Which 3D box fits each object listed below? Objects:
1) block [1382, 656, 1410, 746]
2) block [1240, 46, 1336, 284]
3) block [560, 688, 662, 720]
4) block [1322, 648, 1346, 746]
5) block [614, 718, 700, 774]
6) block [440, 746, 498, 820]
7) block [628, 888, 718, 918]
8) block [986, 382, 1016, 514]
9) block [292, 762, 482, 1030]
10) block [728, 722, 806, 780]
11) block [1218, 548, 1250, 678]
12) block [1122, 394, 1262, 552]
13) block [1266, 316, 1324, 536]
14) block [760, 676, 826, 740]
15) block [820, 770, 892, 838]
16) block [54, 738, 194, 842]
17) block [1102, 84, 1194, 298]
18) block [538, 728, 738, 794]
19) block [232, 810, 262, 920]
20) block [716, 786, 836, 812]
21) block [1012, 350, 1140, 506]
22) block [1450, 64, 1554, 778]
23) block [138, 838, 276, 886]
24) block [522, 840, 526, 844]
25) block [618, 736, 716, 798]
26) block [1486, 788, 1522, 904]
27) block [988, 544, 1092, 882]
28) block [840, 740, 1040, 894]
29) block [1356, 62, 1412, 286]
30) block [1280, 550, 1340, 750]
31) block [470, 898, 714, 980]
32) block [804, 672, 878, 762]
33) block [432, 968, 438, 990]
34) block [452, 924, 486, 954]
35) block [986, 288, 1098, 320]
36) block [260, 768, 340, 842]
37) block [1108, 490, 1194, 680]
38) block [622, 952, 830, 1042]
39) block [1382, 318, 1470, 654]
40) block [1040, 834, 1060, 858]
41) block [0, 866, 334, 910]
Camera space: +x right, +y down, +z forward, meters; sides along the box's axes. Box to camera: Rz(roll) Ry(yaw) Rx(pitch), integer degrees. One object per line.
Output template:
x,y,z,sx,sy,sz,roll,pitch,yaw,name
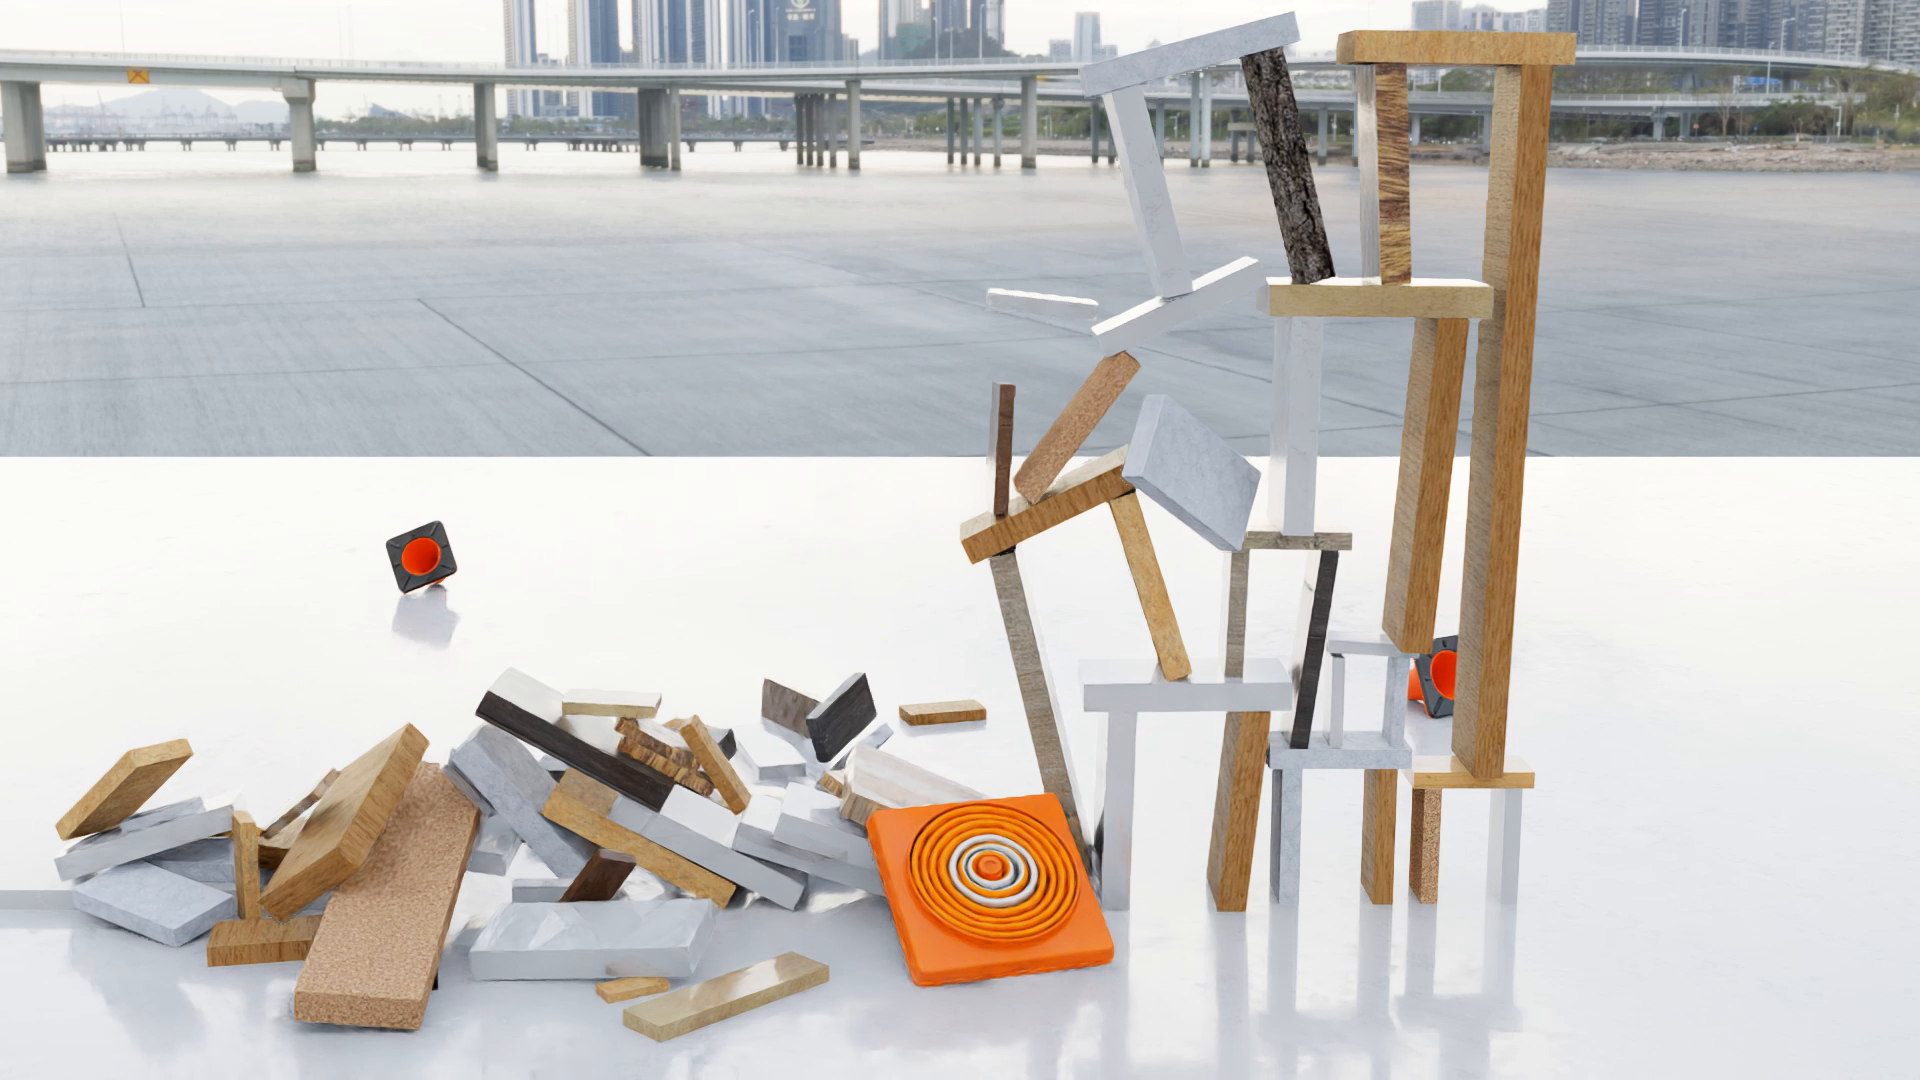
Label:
0.715,0.257,3.608,0.021,0.149,0.074,2,11,0,block
0.514,-0.589,3.453,0.046,0.362,0.164,-15,10,3,block
-0.572,0.268,3.607,0.152,0.022,0.076,3,13,0,block
0.613,0.257,3.609,0.021,0.149,0.074,0,11,0,block
-0.494,0.328,3.617,0.152,0.022,0.076,30,9,-10,block
-0.805,0.398,3.619,0.017,0.121,0.061,-35,22,10,block
-0.468,0.597,3.579,0.135,0.019,0.068,8,13,35,block
0.065,-0.149,3.539,0.025,0.207,0.087,2,7,-8,block
-0.868,0.530,3.411,0.175,0.049,0.701,6,21,-6,block
-0.394,0.428,4.468,0.096,0.027,0.310,-3,11,-17,block
0.445,0.108,3.581,0.030,0.211,0.105,2,11,0,block
0.362,-0.102,3.407,0.039,0.138,0.275,1,-24,43,block
0.535,-0.192,3.520,0.049,0.345,0.172,1,11,-1,block
-0.351,0.359,4.673,0.024,0.086,0.256,0,9,-33,block
-0.144,0.434,3.637,0.168,0.024,0.084,33,16,31,block
-1.388,0.415,3.652,0.259,0.032,0.112,-39,-15,31,block
0.295,-0.550,3.462,0.046,0.328,0.164,-16,10,1,block
-0.620,0.419,4.175,0.349,0.049,0.175,-2,22,21,block
-1.144,0.527,3.527,0.024,0.171,0.085,-5,8,-26,block
-0.302,0.499,4.053,0.277,0.039,0.139,2,11,13,block
0.184,-0.187,3.521,0.039,0.275,0.138,36,8,-7,block
0.864,-0.184,3.523,0.047,1.125,0.167,1,11,0,block
-1.247,0.536,3.680,0.238,0.034,0.119,1,11,8,block
-0.653,0.506,4.011,0.277,0.039,0.139,-1,11,-8,block
-0.480,0.362,3.626,0.171,0.024,0.084,30,9,-8,block
0.903,0.493,3.650,0.028,0.197,0.099,0,11,0,block
0.135,0.273,3.619,0.044,0.557,0.155,-12,12,6,block
-0.030,0.451,3.598,0.334,0.047,0.167,24,22,-9,block
0.665,-0.575,3.450,0.047,0.335,0.167,-3,11,1,block
0.570,0.169,3.592,0.030,0.328,0.105,7,10,-2,block
-0.558,0.607,3.349,0.334,0.047,0.167,-2,15,6,block
-0.232,0.348,4.324,0.027,0.096,0.192,-3,22,31,block
-0.854,0.634,3.347,0.112,0.032,0.224,-3,11,-14,block
-0.761,0.624,3.448,0.048,0.014,0.096,0,11,1,block
0.131,-0.376,3.499,0.173,0.024,0.086,6,11,0,block
-1.053,0.422,3.508,0.175,0.017,0.061,-35,16,37,block
0.305,0.061,3.574,0.044,0.310,0.155,-18,10,3,block
-0.337,0.664,3.207,0.086,0.024,0.317,10,15,44,block
0.746,-0.097,3.537,0.049,0.533,0.172,4,10,-1,block
0.135,0.538,3.811,0.087,0.025,0.174,-4,2,36,block
-1.289,0.577,3.648,0.721,0.034,0.119,0,11,0,block
